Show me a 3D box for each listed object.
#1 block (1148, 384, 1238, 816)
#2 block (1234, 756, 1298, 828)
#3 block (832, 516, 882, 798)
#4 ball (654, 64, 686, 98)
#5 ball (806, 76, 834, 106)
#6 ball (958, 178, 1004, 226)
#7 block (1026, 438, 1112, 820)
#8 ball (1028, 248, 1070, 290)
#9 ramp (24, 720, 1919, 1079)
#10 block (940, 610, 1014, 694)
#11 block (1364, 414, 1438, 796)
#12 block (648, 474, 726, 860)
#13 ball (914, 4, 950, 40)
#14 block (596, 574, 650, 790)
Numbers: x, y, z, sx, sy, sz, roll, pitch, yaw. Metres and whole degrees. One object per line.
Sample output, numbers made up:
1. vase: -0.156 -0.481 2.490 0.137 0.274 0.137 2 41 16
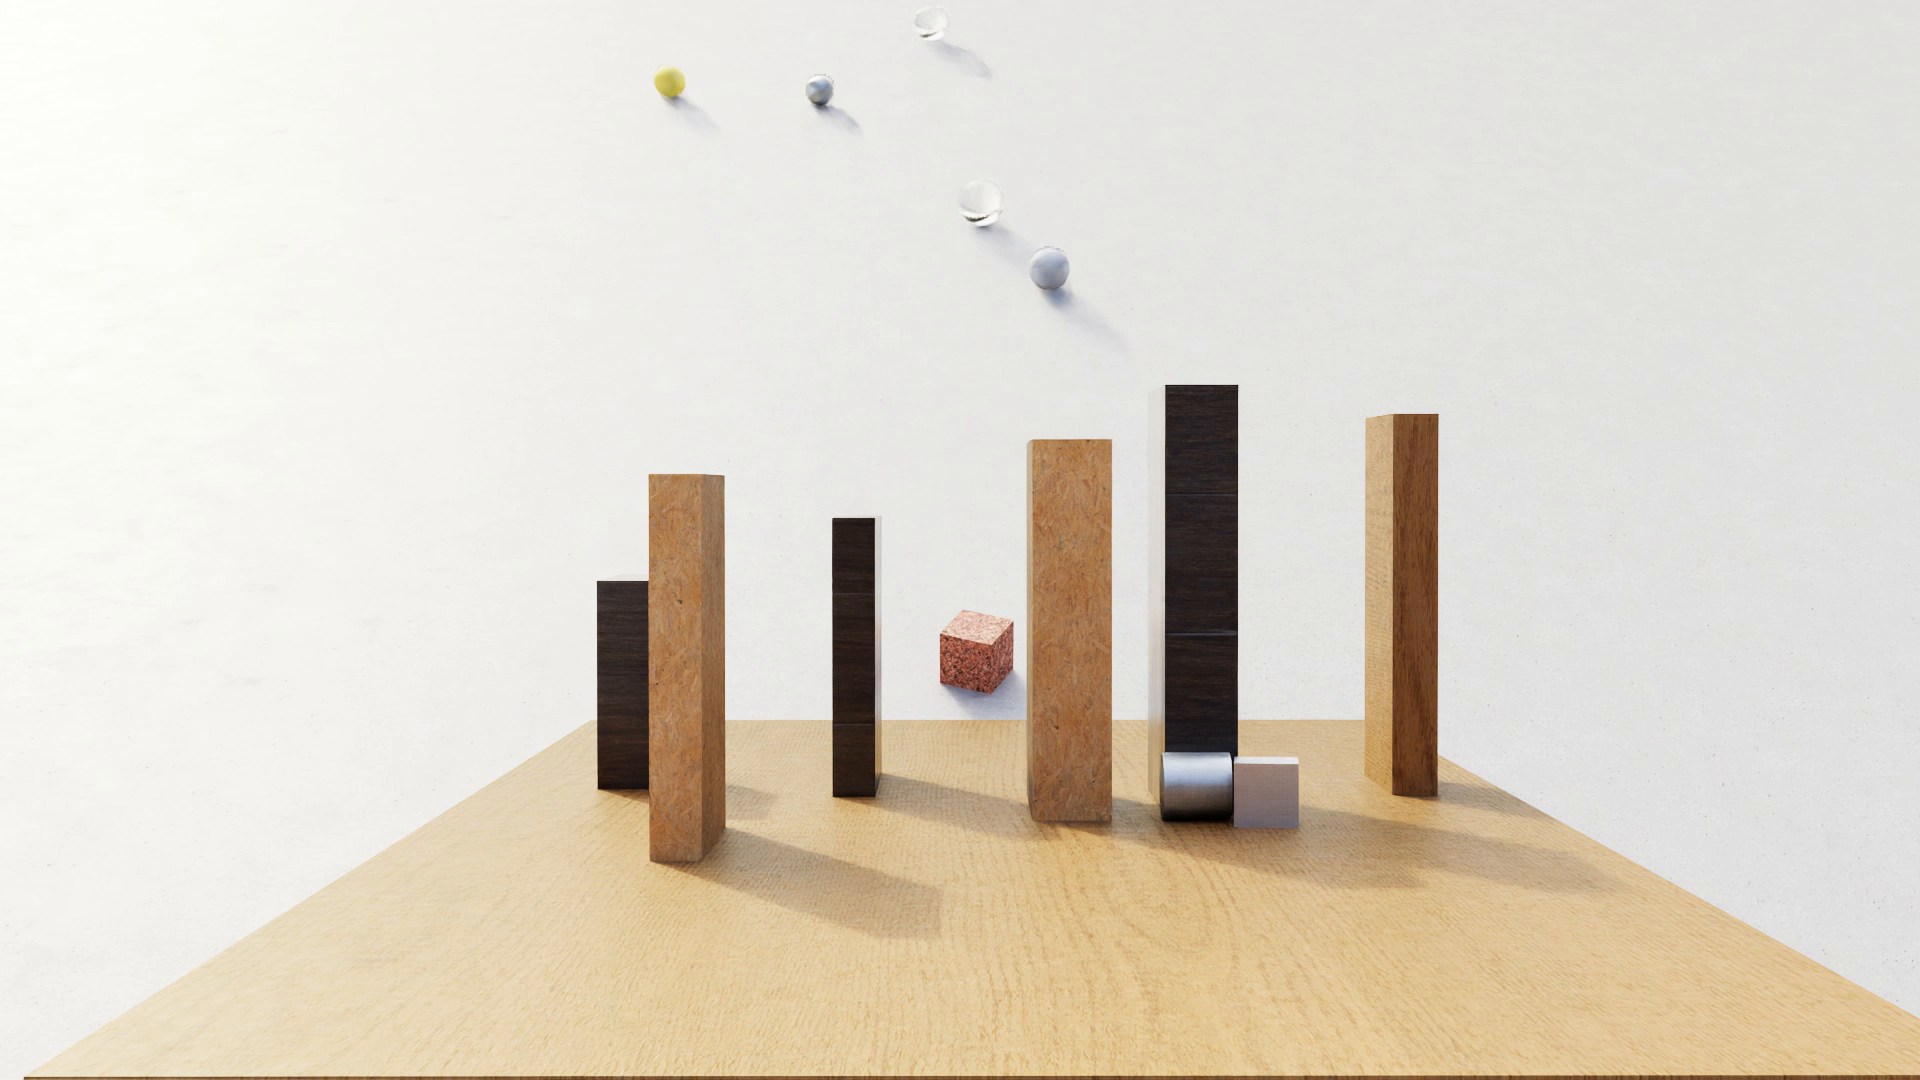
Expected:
1. block: 0.434 0.104 4.847 0.132 0.775 0.410 0 1 0
2. block: 0.537 0.442 4.530 0.112 0.112 0.112 0 1 6
3. block: -0.203 0.220 5.136 0.083 0.533 0.427 0 1 0
4. ball: -1.307 -2.067 11.628 0.143 0.143 0.143 0 27 0
5. ball: -0.626 -2.005 11.519 0.128 0.128 0.128 0 27 0
6. ball: 0.083 -1.325 10.111 0.184 0.184 0.184 0 27 0
7. block: 0.199 0.155 4.767 0.141 0.676 0.400 0 1 0
8. ball: 0.328 -0.996 9.494 0.152 0.152 0.152 0 27 0
9. ramp: 0.061 0.547 4.583 2.000 0.100 4.000 0 1 0
10. block: 0.045 0.299 6.931 0.150 0.150 0.150 12 29 22
11. block: 0.873 0.120 5.114 0.088 0.732 0.335 0 1 0
12. block: -0.450 0.197 4.282 0.083 0.612 0.417 0 1 0
13. ball: -0.138 -2.492 12.435 0.172 0.172 0.172 0 27 0
14. block: -0.656 0.280 5.235 0.110 0.409 0.366 0 1 0
